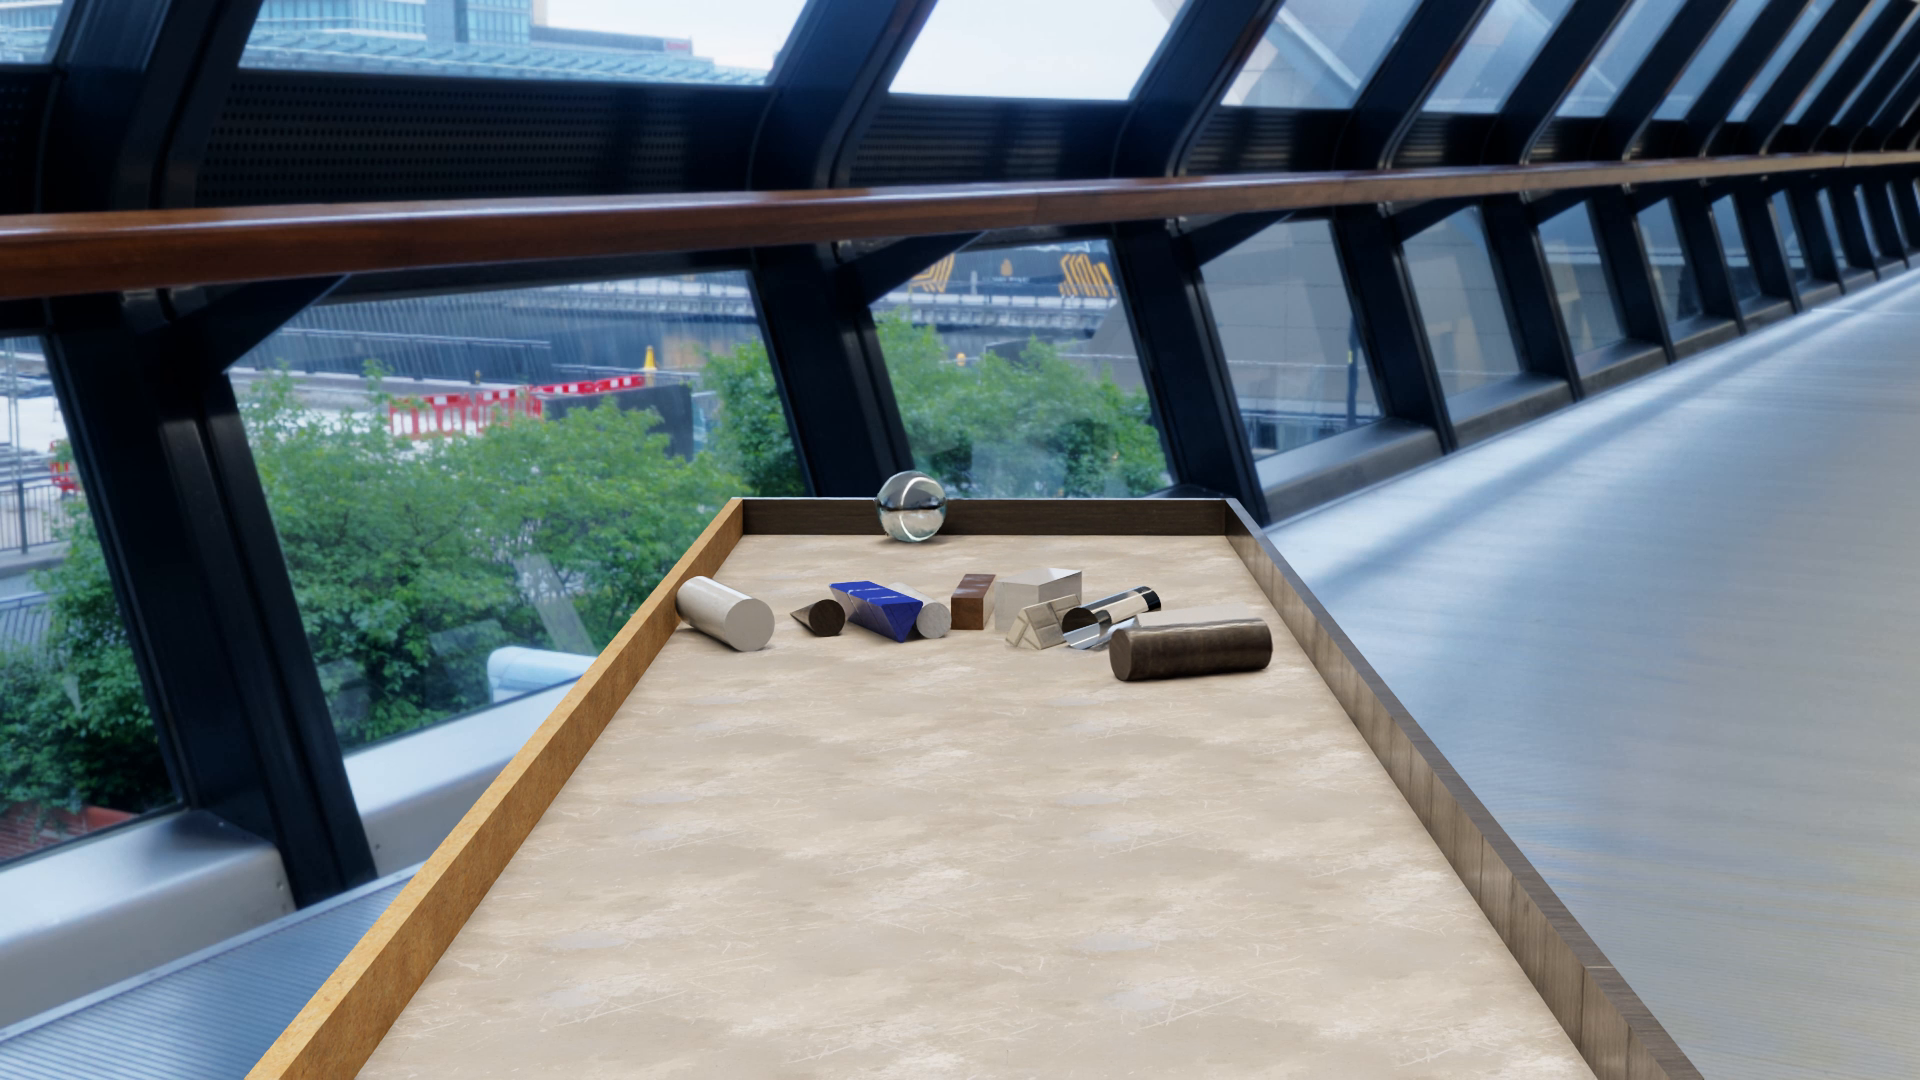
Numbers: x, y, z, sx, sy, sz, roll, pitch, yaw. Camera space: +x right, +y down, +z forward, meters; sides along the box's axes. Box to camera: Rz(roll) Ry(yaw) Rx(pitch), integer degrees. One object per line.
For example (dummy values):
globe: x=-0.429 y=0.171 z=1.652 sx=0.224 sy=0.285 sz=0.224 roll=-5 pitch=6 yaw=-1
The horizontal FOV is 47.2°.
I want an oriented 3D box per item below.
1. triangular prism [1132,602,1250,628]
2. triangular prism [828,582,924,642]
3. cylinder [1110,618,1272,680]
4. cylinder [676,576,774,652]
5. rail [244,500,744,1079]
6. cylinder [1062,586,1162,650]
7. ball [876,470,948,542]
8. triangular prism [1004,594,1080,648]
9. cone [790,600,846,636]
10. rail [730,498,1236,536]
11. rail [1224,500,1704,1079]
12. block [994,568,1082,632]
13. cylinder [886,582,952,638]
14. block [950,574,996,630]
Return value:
triangular prism: x=0.745 y=0.260 z=7.086 sx=0.426 sy=0.084 sz=0.097 roll=-5 pitch=10 yaw=-29
triangular prism: x=-0.292 y=0.205 z=7.116 sx=0.126 sy=0.146 sz=0.418 roll=31 pitch=-6 yaw=-27
cylinder: x=0.682 y=0.321 z=6.494 sx=0.460 sy=0.154 sz=0.154 roll=-3 pitch=10 yaw=-21
cylinder: x=-0.752 y=0.233 z=7.003 sx=0.169 sy=0.169 sz=0.441 roll=-5 pitch=10 yaw=-27
rail: x=-1.004 y=0.839 z=3.234 sx=0.050 sy=0.150 sz=12.000 roll=0 pitch=9 yaw=1
cylinder: x=0.488 y=0.246 z=7.028 sx=0.134 sy=0.134 sz=0.438 roll=5 pitch=10 yaw=30
ball: x=-0.197 y=-0.136 z=8.941 sx=0.290 sy=0.290 sz=0.290 roll=0 pitch=9 yaw=0
triangular prism: x=0.283 y=0.254 z=6.999 sx=0.140 sy=0.121 sz=0.304 roll=6 pitch=11 yaw=35
cone: x=-0.502 y=0.249 z=7.246 sx=0.121 sy=0.121 sz=0.428 roll=-3 pitch=2 yaw=-21
rail: x=0.099 y=-0.098 z=9.147 sx=2.100 sy=0.150 sz=0.050 roll=0 pitch=9 yaw=1
rail: x=1.046 y=0.843 z=3.208 sx=0.050 sy=0.150 sz=12.000 roll=0 pitch=9 yaw=1
block: x=0.260 y=0.198 z=7.250 sx=0.160 sy=0.160 sz=0.314 roll=5 pitch=10 yaw=29
cylinder: x=-0.146 y=0.228 z=7.191 sx=0.118 sy=0.118 sz=0.383 roll=-3 pitch=10 yaw=-19
block: x=0.048 y=0.205 z=7.376 sx=0.106 sy=0.106 sz=0.455 roll=1 pitch=9 yaw=6
